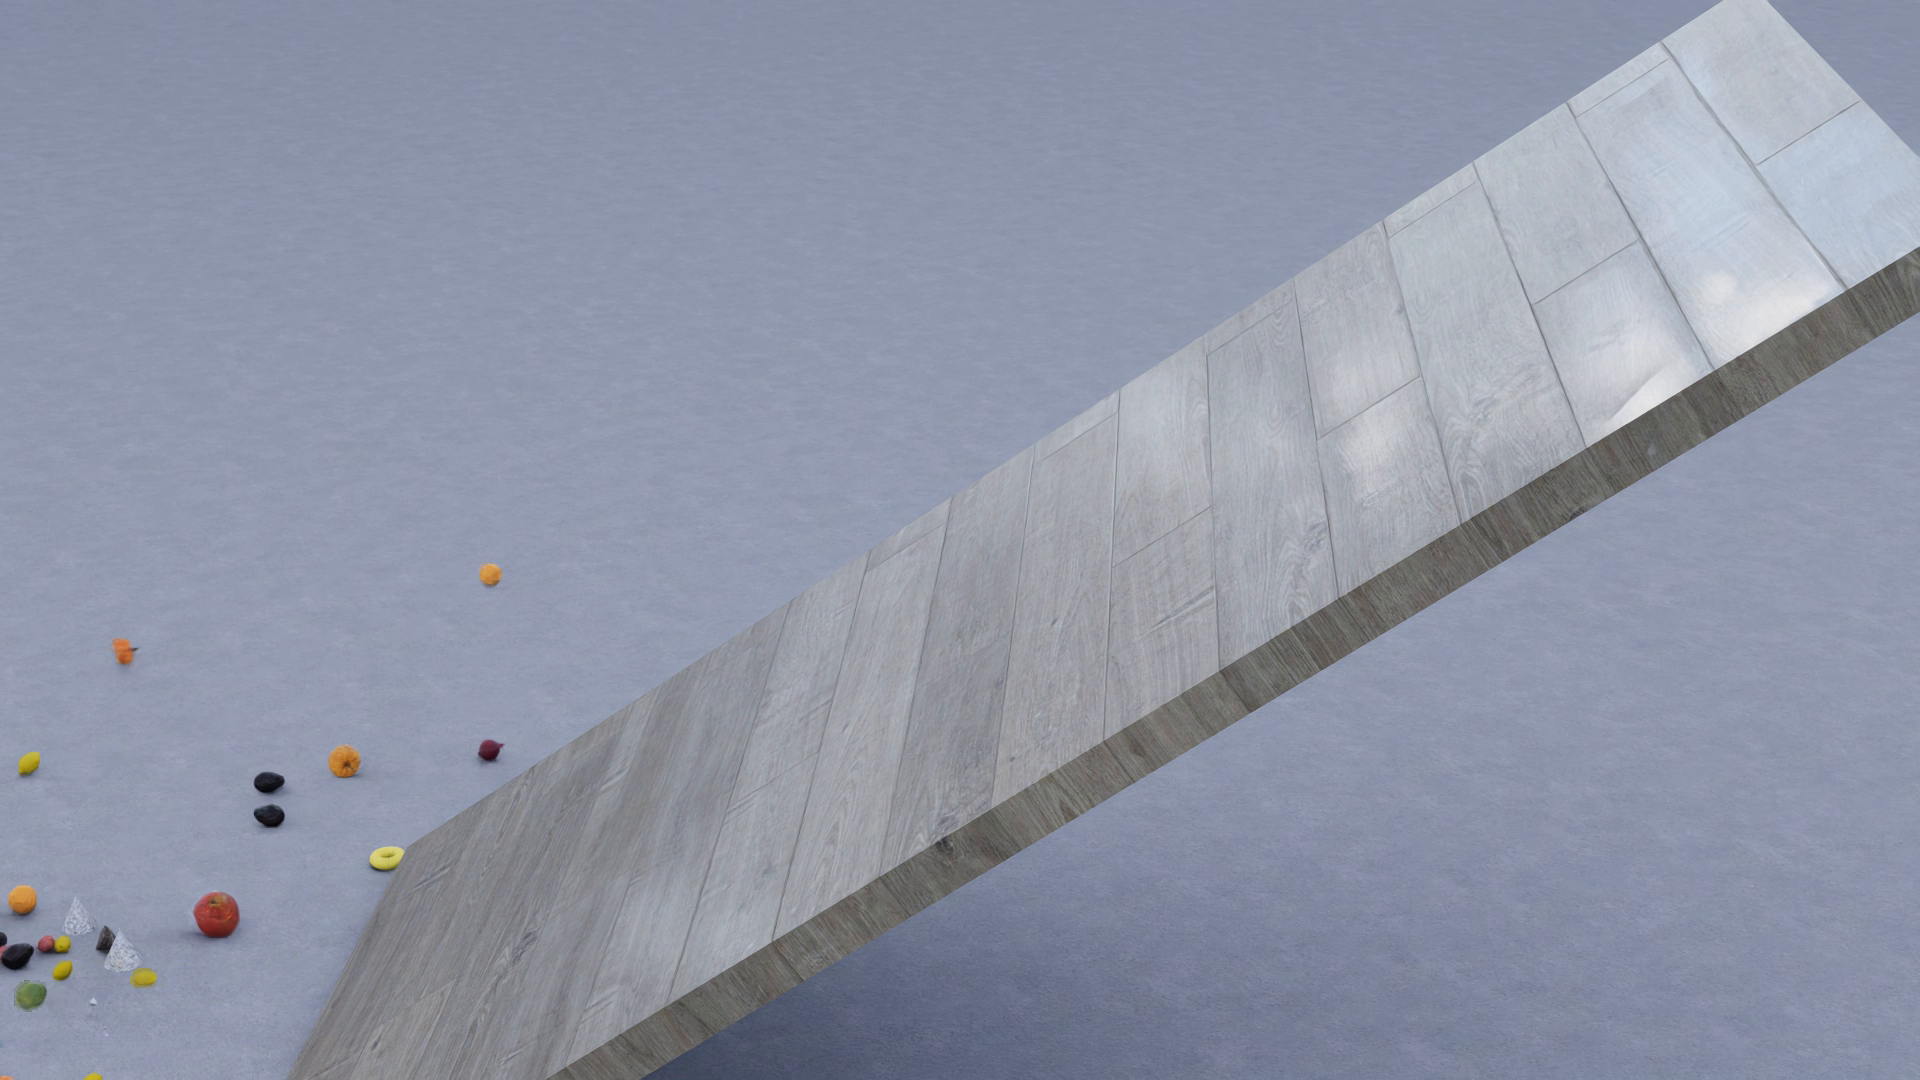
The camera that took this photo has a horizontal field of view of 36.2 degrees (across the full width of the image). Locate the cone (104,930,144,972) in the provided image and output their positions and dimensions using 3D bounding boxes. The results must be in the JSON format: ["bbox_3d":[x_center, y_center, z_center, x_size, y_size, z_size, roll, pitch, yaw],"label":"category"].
[{"bbox_3d":[-2.088,1.010,7.326,0.096,0.096,0.096,0,21,0],"label":"cone"}]

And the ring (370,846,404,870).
[{"bbox_3d":[-1.522,0.847,7.828,0.098,0.033,0.098,-1,22,0],"label":"ring"}]

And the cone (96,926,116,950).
[{"bbox_3d":[-2.132,1.012,7.410,0.065,0.065,0.065,22,15,-20],"label":"cone"}]

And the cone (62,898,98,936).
[{"bbox_3d":[-2.250,0.947,7.497,0.088,0.088,0.088,0,21,0],"label":"cone"}]

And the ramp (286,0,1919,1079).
[{"bbox_3d":[0.135,0.174,6.307,4.000,0.100,2.000,-33,16,15],"label":"ramp"}]
